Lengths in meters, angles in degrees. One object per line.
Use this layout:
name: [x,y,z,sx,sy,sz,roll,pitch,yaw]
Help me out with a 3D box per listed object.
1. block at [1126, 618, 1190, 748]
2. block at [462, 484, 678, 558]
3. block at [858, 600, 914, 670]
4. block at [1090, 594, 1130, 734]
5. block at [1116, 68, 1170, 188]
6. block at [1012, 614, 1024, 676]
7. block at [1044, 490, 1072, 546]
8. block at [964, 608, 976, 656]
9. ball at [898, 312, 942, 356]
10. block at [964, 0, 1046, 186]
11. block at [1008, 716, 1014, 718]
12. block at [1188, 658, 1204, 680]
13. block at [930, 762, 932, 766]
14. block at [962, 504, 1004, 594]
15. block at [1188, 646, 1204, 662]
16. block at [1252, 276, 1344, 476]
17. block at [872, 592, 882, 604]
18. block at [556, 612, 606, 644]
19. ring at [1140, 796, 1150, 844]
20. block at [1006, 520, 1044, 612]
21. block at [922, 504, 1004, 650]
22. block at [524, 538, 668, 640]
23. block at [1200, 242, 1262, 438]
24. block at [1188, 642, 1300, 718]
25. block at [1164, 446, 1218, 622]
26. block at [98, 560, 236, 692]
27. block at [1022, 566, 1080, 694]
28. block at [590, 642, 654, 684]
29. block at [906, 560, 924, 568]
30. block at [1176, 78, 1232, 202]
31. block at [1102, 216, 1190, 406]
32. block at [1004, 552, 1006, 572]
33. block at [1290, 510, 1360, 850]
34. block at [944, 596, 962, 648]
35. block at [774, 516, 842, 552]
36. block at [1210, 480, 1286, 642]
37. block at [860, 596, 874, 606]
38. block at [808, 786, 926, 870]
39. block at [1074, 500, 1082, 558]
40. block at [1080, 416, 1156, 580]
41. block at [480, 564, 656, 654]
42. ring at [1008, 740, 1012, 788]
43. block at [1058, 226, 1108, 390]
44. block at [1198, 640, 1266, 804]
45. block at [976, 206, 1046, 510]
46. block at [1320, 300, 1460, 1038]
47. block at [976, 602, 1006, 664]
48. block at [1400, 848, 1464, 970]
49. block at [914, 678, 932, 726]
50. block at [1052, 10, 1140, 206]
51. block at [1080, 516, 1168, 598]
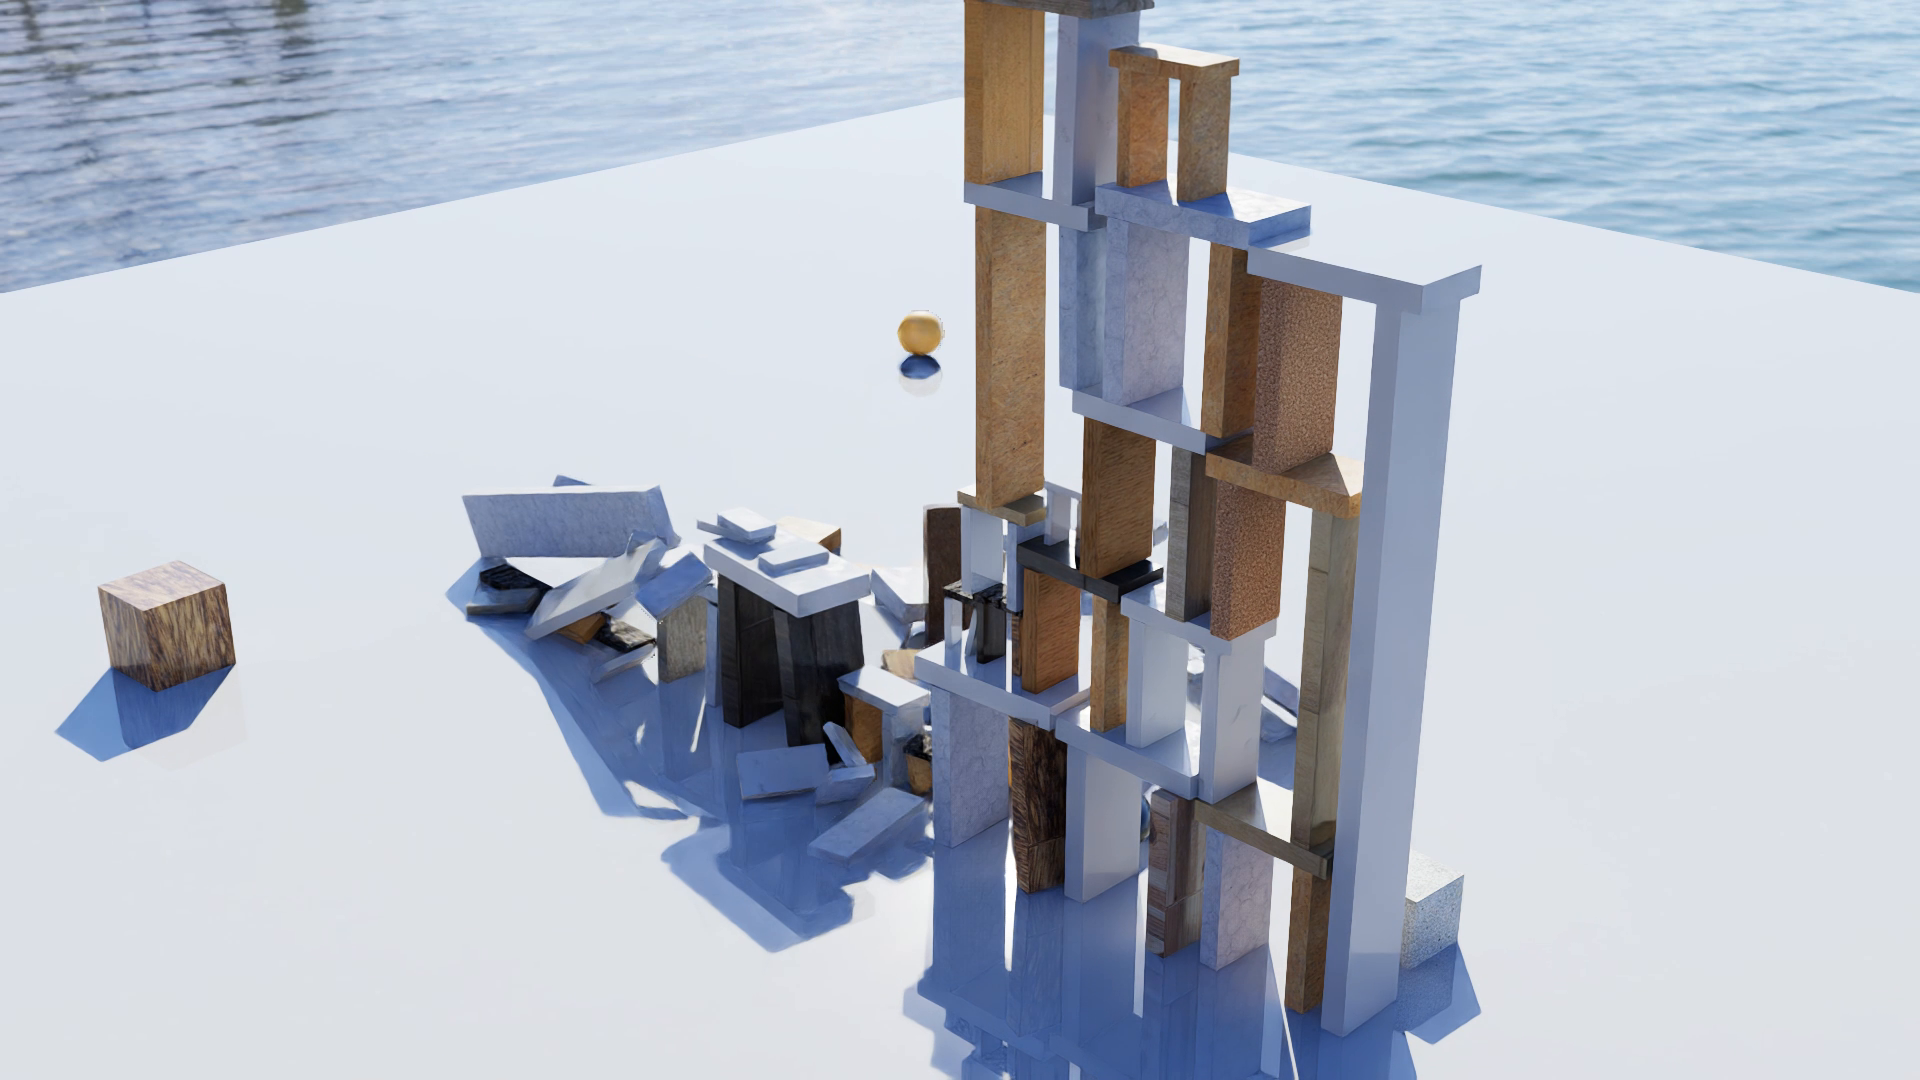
block: [0.354,0.239,3.934,0.124,0.248,0.035,-21,31,-40]
block: [-0.966,-0.044,5.395,0.749,0.169,0.048,0,22,44]
block: [-0.242,0.264,5.003,0.178,0.050,0.415,18,27,5]
block: [0.293,0.206,3.986,0.123,0.266,0.035,-20,30,-39]
block: [0.300,-0.682,3.604,0.096,0.192,0.027,-21,30,-40]
block: [0.124,0.188,4.152,0.018,0.127,0.063,18,29,37]
block: [0.179,-0.048,4.009,0.015,0.108,0.054,23,32,38]
block: [0.039,0.170,4.226,0.015,0.104,0.052,32,36,29]
ball: [-0.131,-0.673,7.161,0.145,0.145,0.145,0,23,0]
block: [0.077,-0.780,3.785,0.044,0.310,0.155,20,30,40]
block: [0.184,0.344,4.736,0.110,0.031,0.309,47,24,19]
block: [0.567,0.291,5.054,0.120,0.017,0.060,-14,26,-29]
block: [-0.033,0.465,4.539,0.015,0.103,0.052,-21,6,44]
block: [0.042,0.007,4.149,0.025,0.175,0.087,20,30,41]
block: [0.546,0.267,5.111,0.120,0.017,0.060,-11,25,-24]
block: [0.541,-0.278,3.513,0.045,0.319,0.159,21,31,40]
block: [-0.130,0.129,5.425,0.172,0.024,0.086,-1,23,-1]
block: [-0.921,0.191,5.235,0.159,0.023,0.080,21,62,41]
ring: [0.273,0.549,4.373,0.225,0.075,0.225,1,23,0]
block: [0.126,0.038,4.073,0.087,0.175,0.025,-20,30,-40]
block: [0.008,0.094,5.072,0.178,0.356,0.050,-3,12,-12]
block: [-0.837,0.116,5.019,0.541,0.034,0.120,-22,36,50]
block: [0.466,-0.340,3.573,0.160,0.319,0.045,-21,32,-40]
block: [0.580,0.247,4.895,0.595,0.046,0.163,36,-1,43]
block: [0.419,-0.029,3.756,0.042,0.314,0.148,21,31,40]
block: [-1.817,0.195,5.043,0.203,0.203,0.203,19,30,38]
block: [0.171,0.151,4.083,0.035,0.247,0.123,20,30,38]
block: [-0.770,0.281,5.017,0.144,0.020,0.072,-25,-9,-45]
block: [-0.058,0.080,5.545,0.149,0.021,0.075,6,24,15]
block: [0.390,-0.645,3.521,0.027,0.192,0.096,21,31,41]
block: [0.315,-0.400,3.711,0.160,0.320,0.045,-21,31,-40]
block: [0.062,0.042,5.566,0.021,0.075,0.149,-15,27,-31]
block: [0.622,0.217,3.639,0.141,0.611,0.040,-21,31,-40]
block: [-0.013,0.152,4.270,0.015,0.104,0.052,9,24,21]
block: [-0.464,0.030,5.628,0.169,0.048,0.338,12,26,26]
block: [0.486,0.016,3.693,0.040,0.282,0.141,21,31,40]
block: [-0.240,0.219,5.200,0.069,0.020,0.340,0,26,-1]
block: [-0.183,0.571,4.381,0.092,0.026,0.274,14,27,30]
block: [0.232,-0.027,3.962,0.015,0.108,0.054,24,33,38]
block: [0.280,-0.092,3.880,0.042,0.295,0.148,22,31,40]
block: [-0.960,0.166,5.341,0.613,0.023,0.080,21,31,41]
ring: [0.196,0.465,4.566,0.235,0.078,0.235,1,22,-1]
block: [0.233,-0.413,3.786,0.040,0.284,0.142,19,30,41]
block: [0.473,0.305,3.837,0.124,0.294,0.035,-21,31,-40]
block: [0.091,-0.338,3.959,0.040,0.559,0.142,20,30,40]
block: [0.693,0.227,3.570,0.045,1.293,0.159,21,31,41]
block: [0.061,0.168,4.201,0.063,0.127,0.018,-21,30,-40]
block: [0.813,0.667,4.008,0.141,0.141,0.141,-19,30,-38]
block: [-0.047,0.328,4.856,0.092,0.026,0.386,28,41,21]
block: [0.226,-0.724,3.653,0.044,0.310,0.155,22,31,39]
block: [0.348,0.029,5.513,0.327,0.046,0.163,-33,36,-24]
